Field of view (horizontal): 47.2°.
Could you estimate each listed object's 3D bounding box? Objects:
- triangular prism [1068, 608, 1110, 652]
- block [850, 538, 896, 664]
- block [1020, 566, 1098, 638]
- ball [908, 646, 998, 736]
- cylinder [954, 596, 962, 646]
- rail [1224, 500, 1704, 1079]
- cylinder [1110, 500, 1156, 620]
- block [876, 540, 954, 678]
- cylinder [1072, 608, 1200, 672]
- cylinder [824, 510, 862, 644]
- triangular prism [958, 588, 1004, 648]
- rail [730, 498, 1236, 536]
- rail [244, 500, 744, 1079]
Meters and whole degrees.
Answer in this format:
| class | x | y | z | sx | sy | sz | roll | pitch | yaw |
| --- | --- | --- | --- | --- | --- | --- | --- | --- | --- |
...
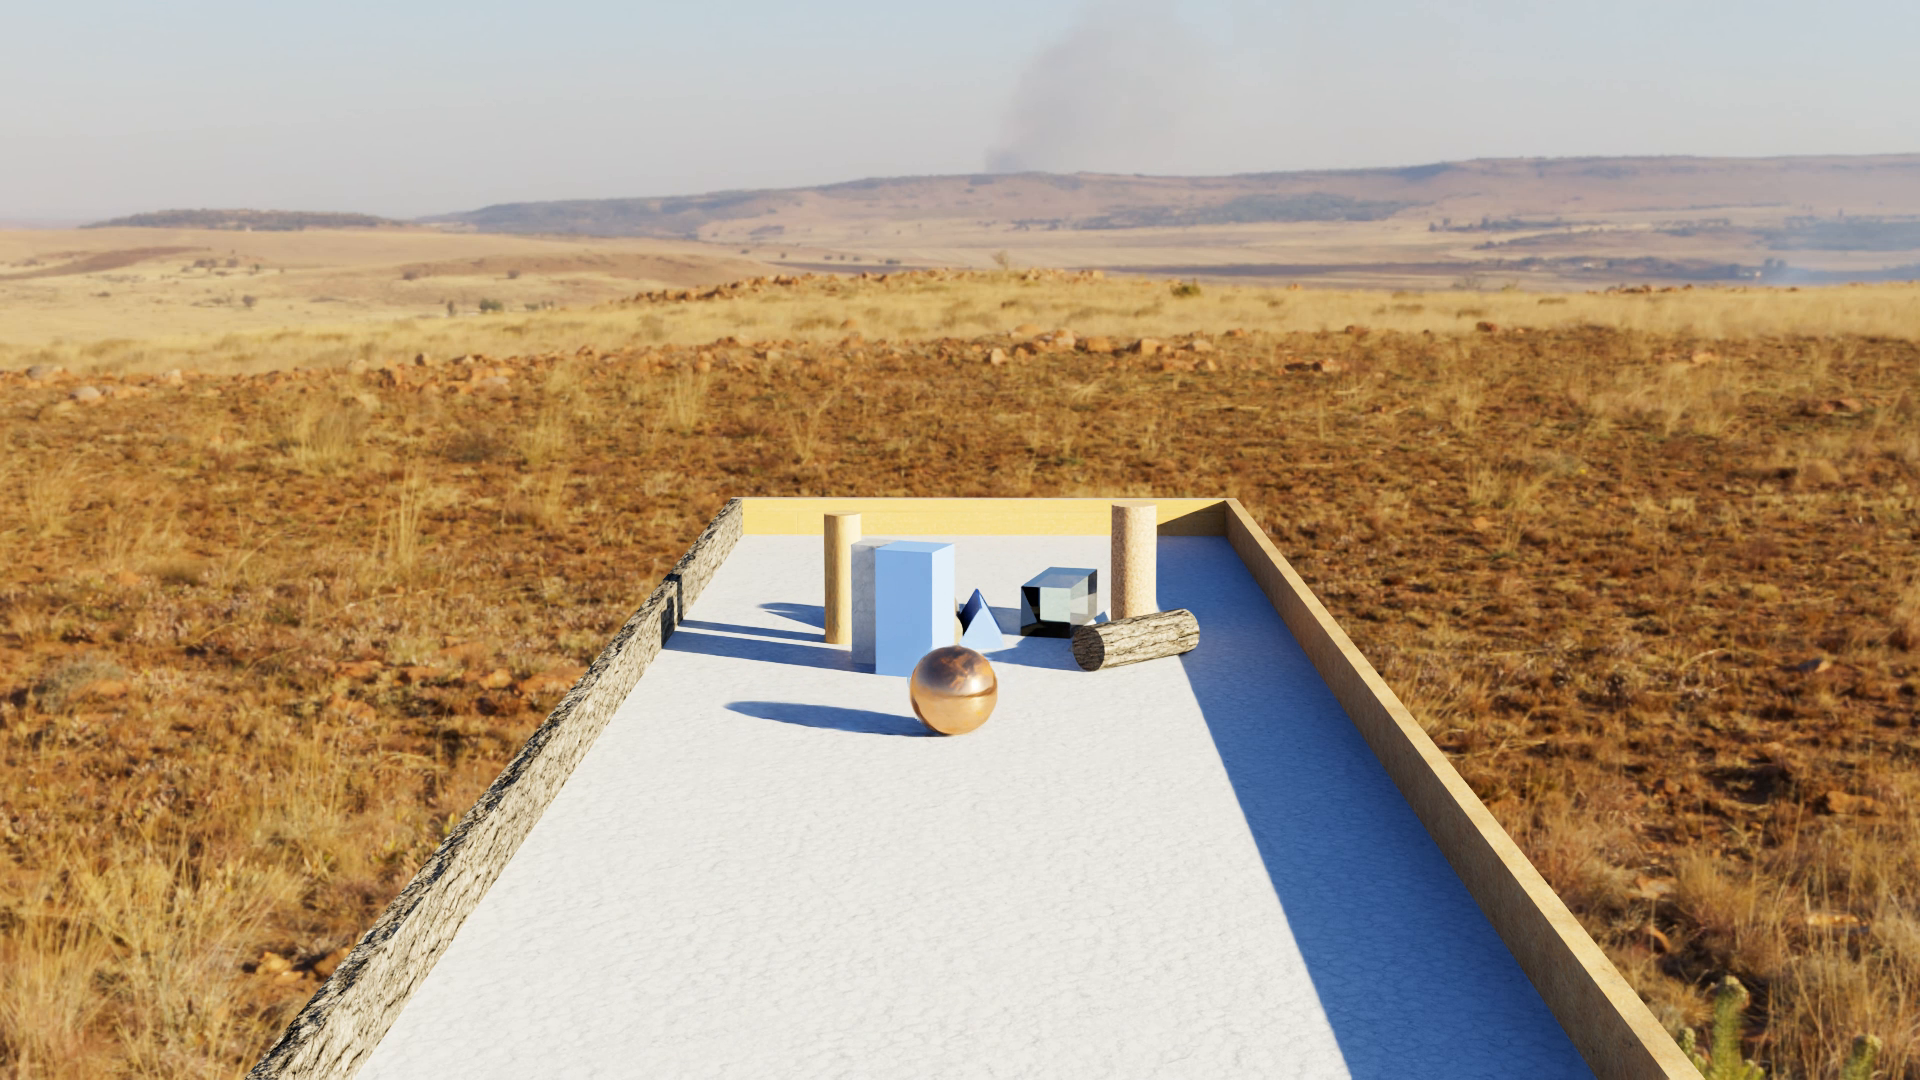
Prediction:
| class | x | y | z | sx | sy | sz | roll | pitch | yaw |
| --- | --- | --- | --- | --- | --- | --- | --- | --- | --- |
| triangular prism | 0.440 | 0.278 | 6.996 | 0.089 | 0.077 | 0.413 | 3 | 9 | 18 |
| block | -0.249 | 0.185 | 6.684 | 0.126 | 0.362 | 0.126 | 3 | 10 | 20 |
| block | 0.327 | 0.202 | 7.212 | 0.163 | 0.163 | 0.389 | 3 | 9 | 16 |
| ball | -0.017 | 0.394 | 5.772 | 0.235 | 0.235 | 0.235 | 0 | 9 | 0 |
| cylinder | -0.052 | 0.254 | 7.057 | 0.109 | 0.109 | 0.412 | 0 | 9 | -2 |
| rail | 1.046 | 0.843 | 3.208 | 0.050 | 0.150 | 12.000 | 0 | 9 | 1 |
| cylinder | 0.545 | 0.106 | 6.918 | 0.141 | 0.444 | 0.141 | 0 | 9 | 0 |
| block | -0.133 | 0.204 | 6.519 | 0.179 | 0.376 | 0.179 | 3 | 10 | 20 |
| cylinder | 0.536 | 0.301 | 6.667 | 0.410 | 0.138 | 0.138 | -8 | 12 | -41 |
| cylinder | -0.370 | 0.118 | 6.953 | 0.117 | 0.411 | 0.117 | 0 | 9 | 0 |
| triangular prism | 0.060 | 0.247 | 7.029 | 0.143 | 0.124 | 0.356 | 0 | 9 | -2 |
| rail | 0.099 | -0.098 | 9.147 | 2.100 | 0.150 | 0.050 | 0 | 9 | 1 |
| rail | -1.004 | 0.839 | 3.234 | 0.050 | 0.150 | 12.000 | 0 | 9 | 1 |
